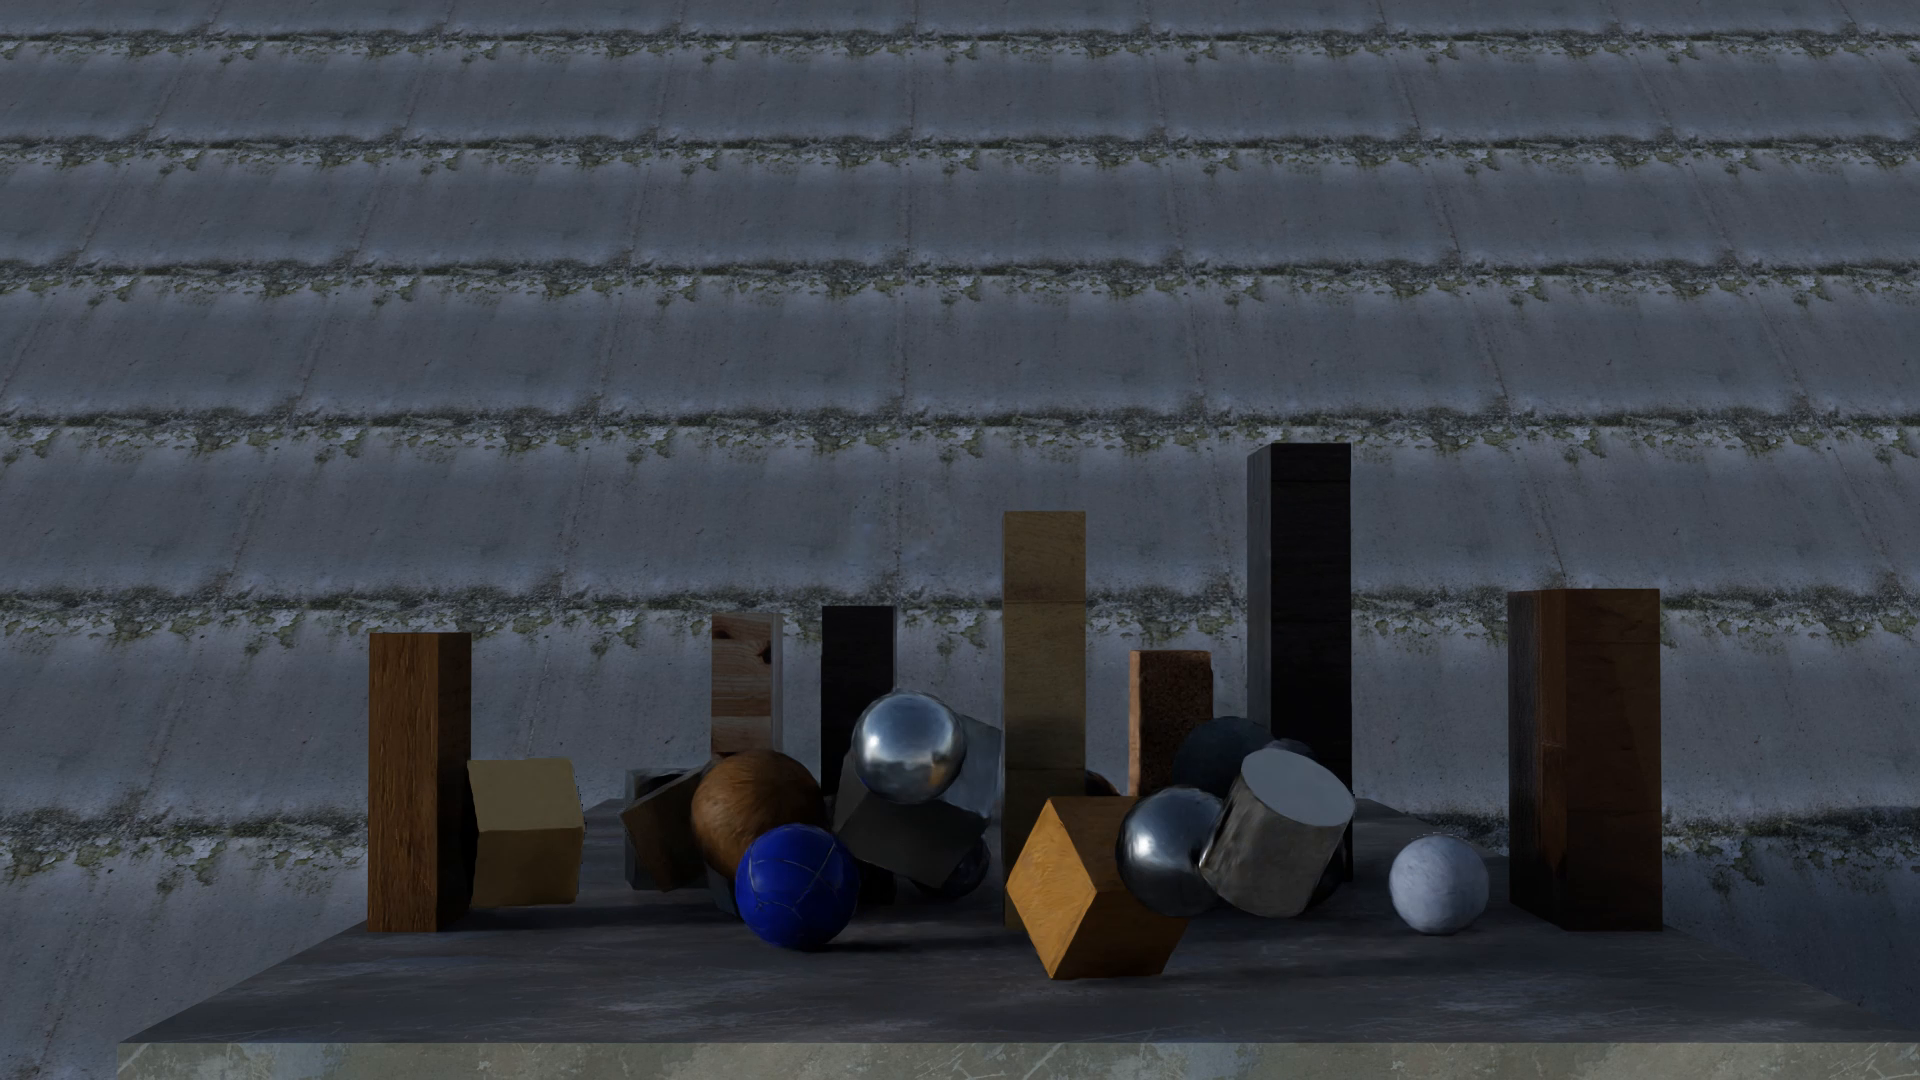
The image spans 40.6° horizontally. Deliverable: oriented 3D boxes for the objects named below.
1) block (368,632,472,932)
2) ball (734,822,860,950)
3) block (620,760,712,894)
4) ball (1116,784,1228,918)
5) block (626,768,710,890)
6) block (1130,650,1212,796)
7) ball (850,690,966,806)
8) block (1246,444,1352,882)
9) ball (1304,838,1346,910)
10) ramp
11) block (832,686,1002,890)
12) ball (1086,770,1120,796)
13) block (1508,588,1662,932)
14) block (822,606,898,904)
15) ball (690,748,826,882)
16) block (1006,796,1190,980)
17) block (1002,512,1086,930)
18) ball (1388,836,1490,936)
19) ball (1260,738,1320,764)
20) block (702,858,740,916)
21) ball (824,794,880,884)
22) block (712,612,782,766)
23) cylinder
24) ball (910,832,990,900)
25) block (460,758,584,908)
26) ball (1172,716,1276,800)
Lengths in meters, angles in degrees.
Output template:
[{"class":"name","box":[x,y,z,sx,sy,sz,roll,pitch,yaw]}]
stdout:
[{"class":"block","box":[-0.831,0.366,4.008,0.103,0.446,0.265,0,-2,0]},{"class":"ball","box":[-0.229,0.488,3.665,0.178,0.178,0.178,0,35,0]},{"class":"block","box":[-0.454,0.476,4.322,0.149,0.149,0.149,-28,2,3]},{"class":"ball","box":[0.274,0.385,3.214,0.164,0.164,0.164,0,35,0]},{"class":"block","box":[-0.486,0.509,4.603,0.197,0.197,0.197,0,-2,-12]},{"class":"block","box":[0.388,0.410,4.805,0.129,0.409,0.293,0,-2,0]},{"class":"ball","box":[-0.068,0.272,3.411,0.152,0.152,0.152,0,35,0]},{"class":"block","box":[0.629,0.224,4.839,0.144,0.783,0.380,0,-2,0]},{"class":"ball","box":[0.532,0.505,4.146,0.170,0.170,0.170,0,35,0]},{"class":"ramp","box":[0.078,0.666,4.842,2.000,0.100,4.000,0,-2,0]},{"class":"block","box":[-0.065,0.366,3.836,0.180,0.180,0.180,23,41,-14]},{"class":"ball","box":[0.204,0.510,4.674,0.200,0.200,0.200,0,35,0]},{"class":"block","box":[0.977,0.335,4.087,0.142,0.512,0.408,0,-2,0]},{"class":"block","box":[-0.168,0.357,4.392,0.118,0.489,0.272,0,-2,0]},{"class":"ball","box":[-0.309,0.424,3.975,0.209,0.209,0.209,0,35,0]},{"class":"block","box":[0.188,0.449,3.370,0.165,0.165,0.165,2,39,-28]},{"class":"block","box":[0.128,0.274,4.017,0.122,0.628,0.241,0,-2,0]},{"class":"ball","box":[0.706,0.509,3.831,0.147,0.147,0.147,0,35,0]},{"class":"ball","box":[0.549,0.395,4.366,0.123,0.123,0.123,0,35,0]},{"class":"block","box":[-0.334,0.519,4.143,0.116,0.116,0.116,-18,5,-20]},{"class":"ball","box":[-0.192,0.483,4.176,0.152,0.152,0.152,0,35,0]},{"class":"block","box":[-0.483,0.409,5.921,0.131,0.484,0.387,0,-2,0]},{"class":"cylinder","box":[0.372,0.346,3.066,0.141,0.141,0.141,16,30,-9]},{"class":"ball","box":[-0.022,0.526,4.335,0.146,0.146,0.146,0,35,0]},{"class":"block","box":[-0.665,0.442,3.930,0.156,0.156,0.156,-1,37,-18]},{"class":"ball","box":[0.474,0.411,4.559,0.203,0.203,0.203,0,35,0]}]
